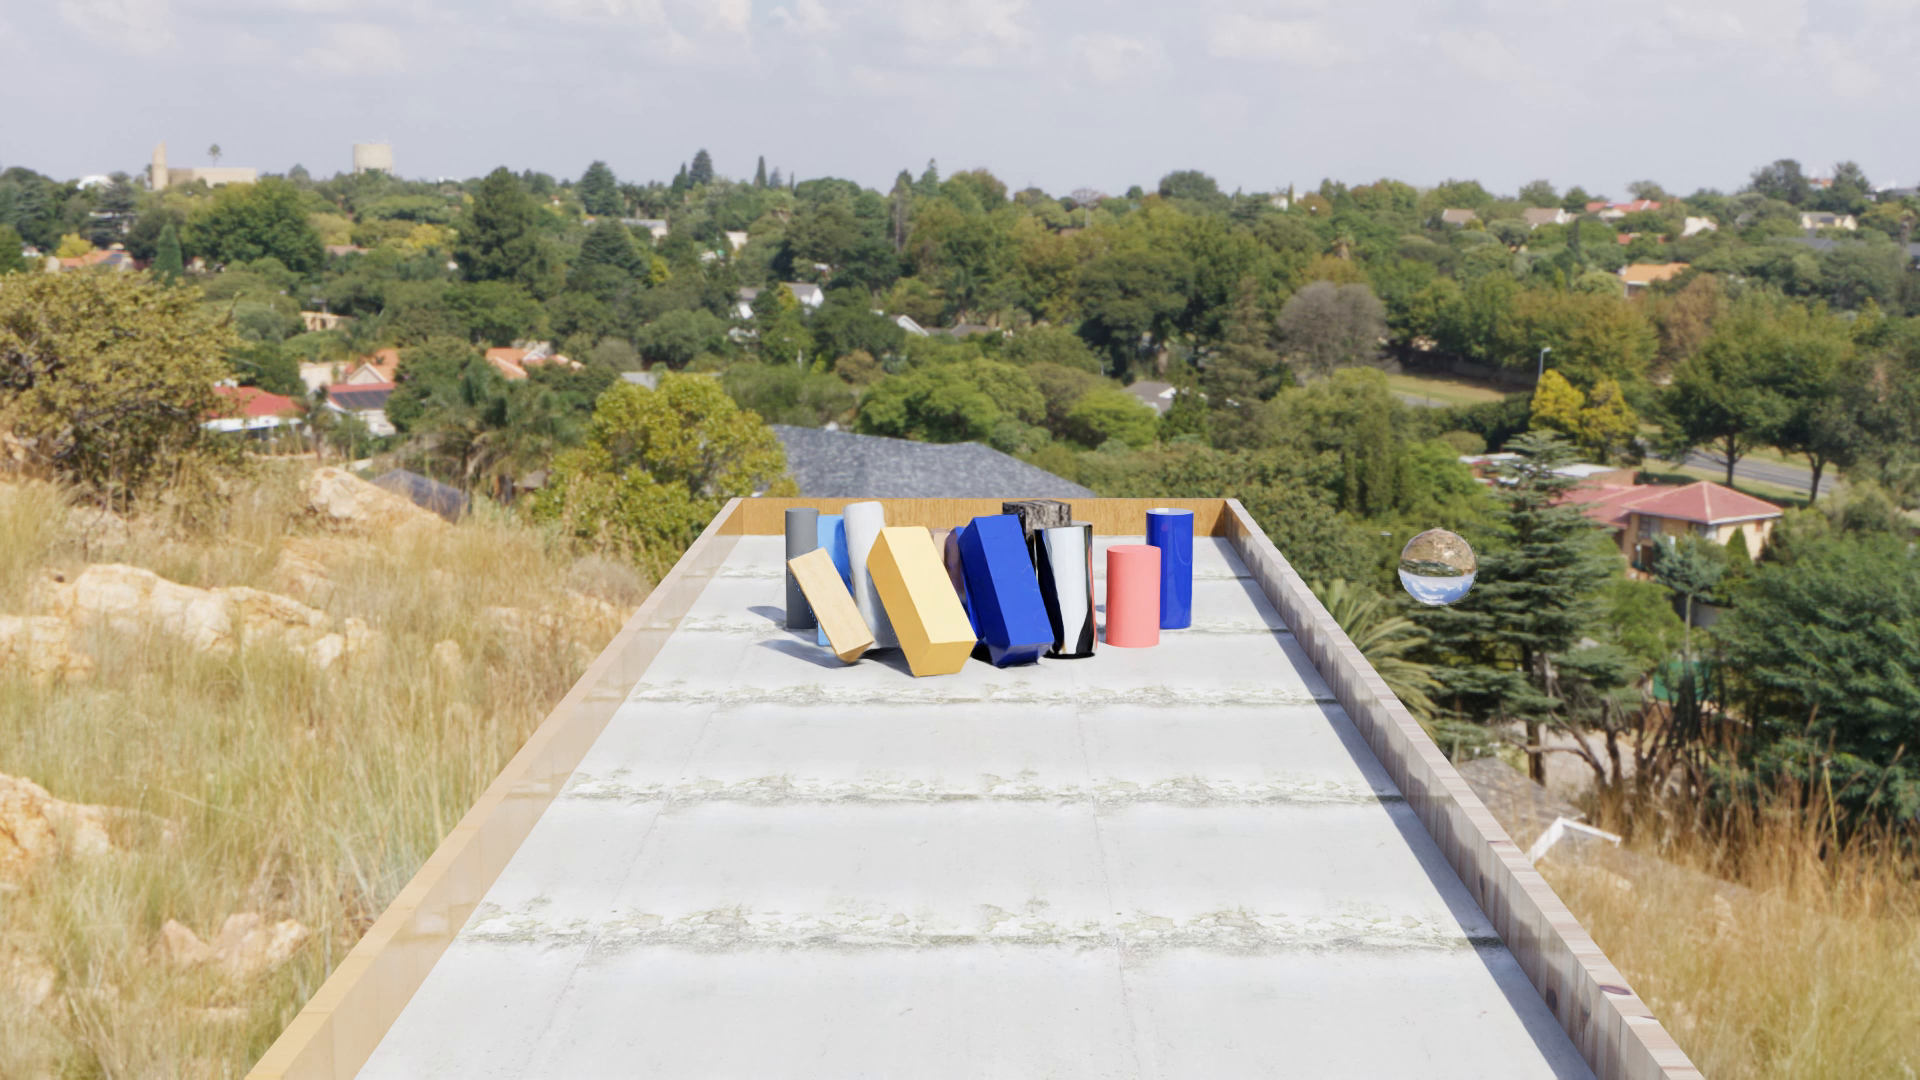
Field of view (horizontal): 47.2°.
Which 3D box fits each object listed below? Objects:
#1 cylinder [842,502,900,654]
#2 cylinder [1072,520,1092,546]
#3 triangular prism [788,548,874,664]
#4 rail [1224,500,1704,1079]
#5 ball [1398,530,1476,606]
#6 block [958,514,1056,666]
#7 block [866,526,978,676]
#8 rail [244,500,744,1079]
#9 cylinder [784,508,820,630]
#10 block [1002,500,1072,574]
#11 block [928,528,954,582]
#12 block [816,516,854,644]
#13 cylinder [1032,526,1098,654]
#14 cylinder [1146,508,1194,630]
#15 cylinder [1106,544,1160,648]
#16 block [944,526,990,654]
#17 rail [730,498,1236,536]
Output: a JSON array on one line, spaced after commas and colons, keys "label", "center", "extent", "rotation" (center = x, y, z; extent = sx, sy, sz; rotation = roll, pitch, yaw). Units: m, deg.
[{"label": "cylinder", "center": [-0.274, 0.117, 6.774], "extent": [0.125, 0.453, 0.125], "rotation": [-7, -10, -1]}, {"label": "cylinder", "center": [0.371, 0.116, 7.174], "extent": [0.123, 0.344, 0.123], "rotation": [0, 9, 0]}, {"label": "triangular prism", "center": [-0.378, 0.190, 6.639], "extent": [0.110, 0.345, 0.127], "rotation": [-33, -22, 7]}, {"label": "rail", "center": [1.046, 0.843, 3.208], "extent": [0.050, 0.150, 12.000], "rotation": [0, 9, 1]}, {"label": "ball", "center": [1.600, 0.092, 7.371], "extent": [0.256, 0.256, 0.256], "rotation": [0, 9, 0]}, {"label": "block", "center": [0.138, 0.151, 6.668], "extent": [0.145, 0.433, 0.145], "rotation": [-4, -26, -25]}, {"label": "block", "center": [-0.119, 0.179, 6.561], "extent": [0.153, 0.153, 0.450], "rotation": [-2, 49, -29]}, {"label": "rail", "center": [-1.004, 0.839, 3.234], "extent": [0.050, 0.150, 12.000], "rotation": [0, 9, 1]}, {"label": "cylinder", "center": [-0.515, 0.092, 7.195], "extent": [0.111, 0.386, 0.111], "rotation": [0, 9, 0]}, {"label": "block", "center": [0.243, 0.103, 6.934], "extent": [0.162, 0.441, 0.162], "rotation": [-4, 8, -25]}, {"label": "block", "center": [-0.071, 0.144, 6.970], "extent": [0.132, 0.348, 0.132], "rotation": [-8, 9, -41]}, {"label": "block", "center": [-0.387, 0.125, 6.942], "extent": [0.123, 0.394, 0.123], "rotation": [-1, 7, -4]}, {"label": "cylinder", "center": [0.324, 0.151, 6.765], "extent": [0.176, 0.382, 0.176], "rotation": [-4, 2, 0]}, {"label": "cylinder", "center": [0.684, 0.094, 7.206], "extent": [0.156, 0.379, 0.156], "rotation": [0, 9, 0]}, {"label": "cylinder", "center": [0.546, 0.176, 6.936], "extent": [0.170, 0.301, 0.170], "rotation": [0, 9, 0]}, {"label": "block", "center": [0.045, 0.154, 6.803], "extent": [0.102, 0.381, 0.102], "rotation": [-1, -21, -22]}, {"label": "rail", "center": [0.099, -0.098, 9.147], "extent": [2.100, 0.150, 0.050], "rotation": [0, 9, 1]}]
